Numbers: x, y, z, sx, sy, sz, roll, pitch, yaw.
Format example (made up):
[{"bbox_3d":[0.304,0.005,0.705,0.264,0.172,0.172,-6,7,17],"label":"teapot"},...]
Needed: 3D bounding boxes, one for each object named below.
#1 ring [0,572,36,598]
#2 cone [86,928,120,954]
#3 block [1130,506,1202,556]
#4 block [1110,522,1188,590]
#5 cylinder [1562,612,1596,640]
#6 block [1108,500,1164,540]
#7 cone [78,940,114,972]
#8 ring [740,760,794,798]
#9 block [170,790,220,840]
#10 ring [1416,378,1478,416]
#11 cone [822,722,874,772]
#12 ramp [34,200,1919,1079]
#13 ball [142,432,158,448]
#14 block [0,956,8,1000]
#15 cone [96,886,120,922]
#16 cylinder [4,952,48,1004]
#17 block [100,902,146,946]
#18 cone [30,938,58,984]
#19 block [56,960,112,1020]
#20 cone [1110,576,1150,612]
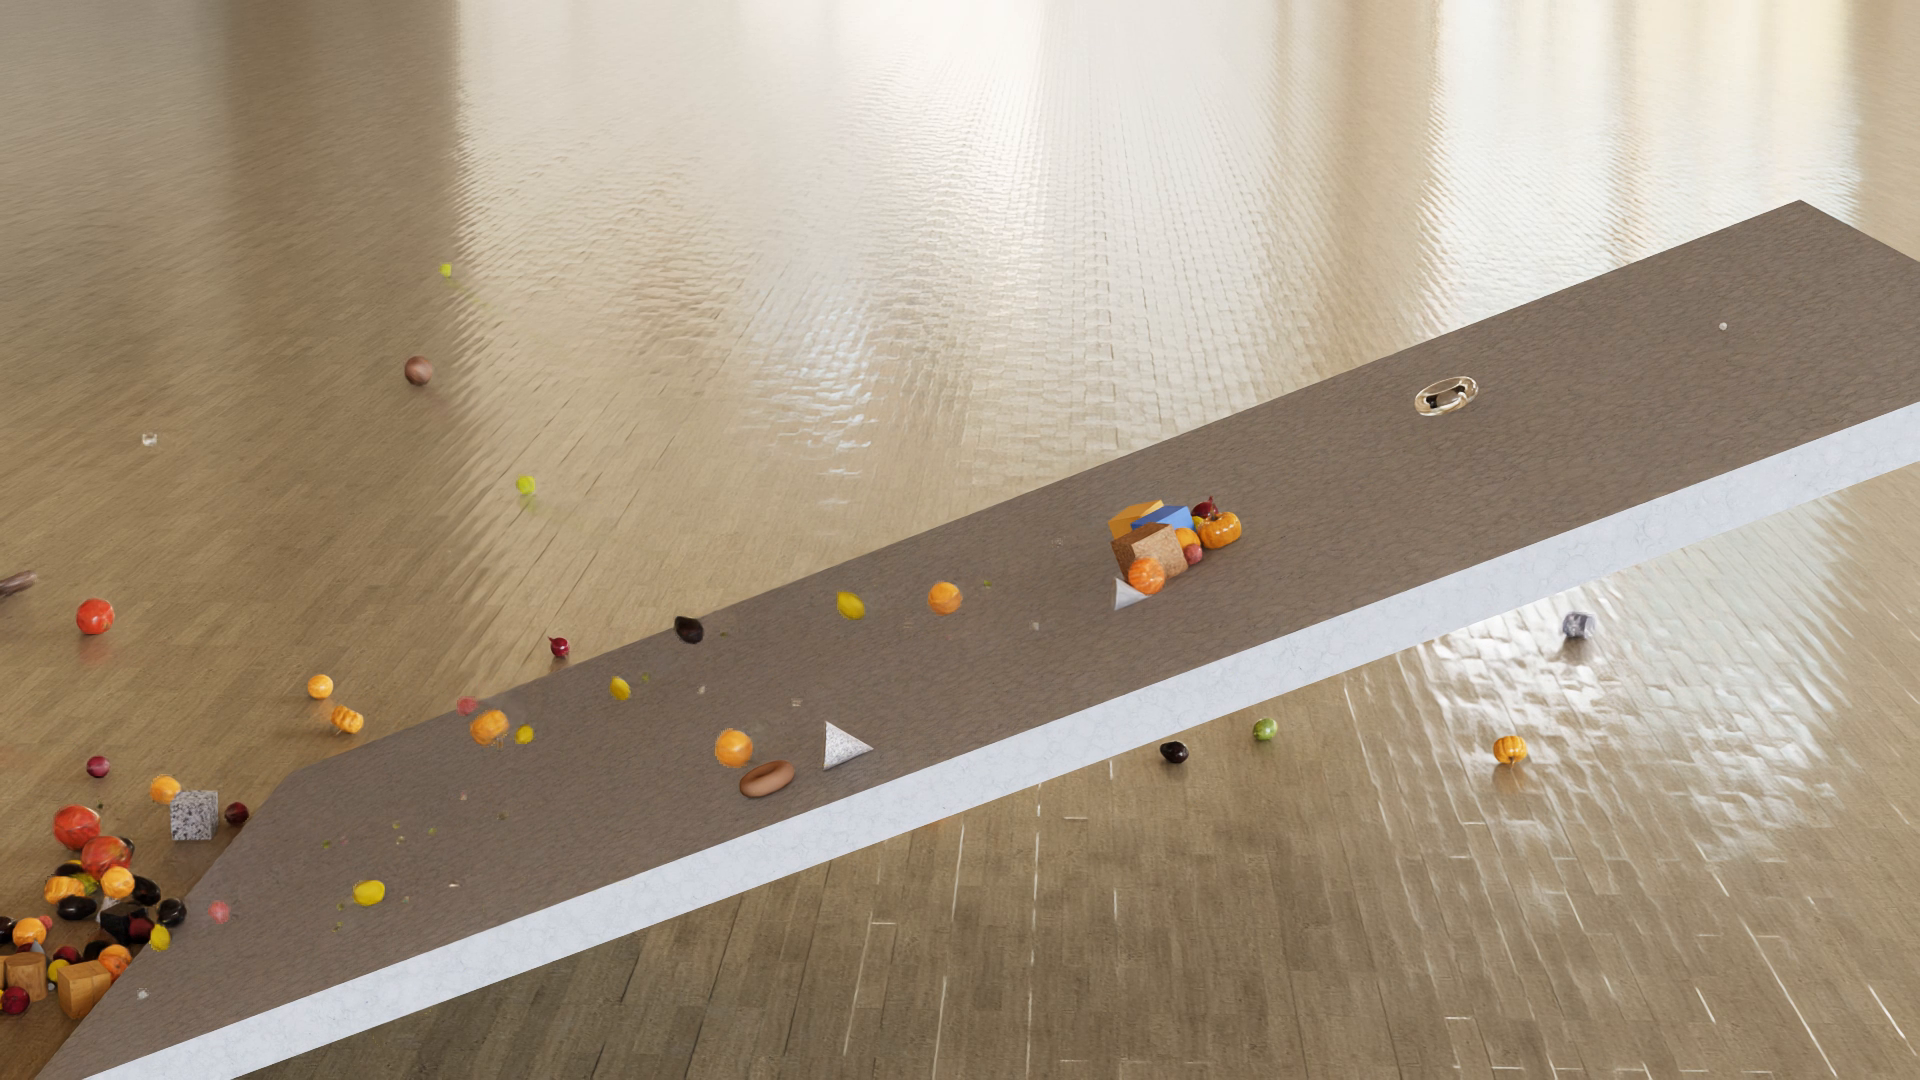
[{"bbox_3d":[-3.066,0.145,9.544,0.143,0.048,0.143,-25,0,0],"label":"ring"},{"bbox_3d":[-1.899,0.879,6.512,0.072,0.072,0.072,8,48,-9],"label":"cone"},{"bbox_3d":[0.427,-0.010,6.089,0.091,0.091,0.091,-27,13,-23],"label":"block"},{"bbox_3d":[0.384,0.031,5.966,0.099,0.099,0.099,-27,13,-20],"label":"block"},{"bbox_3d":[1.912,0.265,9.083,0.073,0.073,0.073,11,18,38],"label":"cylinder"},{"bbox_3d":[0.385,-0.022,6.228,0.087,0.087,0.087,-12,16,41],"label":"block"},{"bbox_3d":[-1.914,0.926,6.458,0.080,0.080,0.080,-23,-1,34],"label":"cone"},{"bbox_3d":[-0.368,0.456,5.605,0.111,0.037,0.111,-21,13,5],"label":"ring"},{"bbox_3d":[-1.905,0.685,7.320,0.096,0.096,0.096,0,14,-2],"label":"block"},{"bbox_3d":[1.057,-0.312,6.392,0.143,0.048,0.143,-21,13,5],"label":"ring"},{"bbox_3d":[-0.210,0.393,5.577,0.096,0.096,0.096,4,13,-6],"label":"cone"},{"bbox_3d":[0.123,0.174,6.291,4.000,0.100,2.000,-21,12,7],"label":"ramp"},{"bbox_3d":[-3.263,-0.403,11.842,0.060,0.060,0.060,0,14,0],"label":"ball"},{"bbox_3d":[-2.088,0.942,6.301,0.080,0.080,0.080,3,14,11],"label":"block"},{"bbox_3d":[-1.949,0.831,6.758,0.078,0.078,0.078,0,14,0],"label":"cone"},{"bbox_3d":[-2.002,0.938,6.309,0.084,0.084,0.084,0,14,0],"label":"cylinder"},{"bbox_3d":[-1.887,0.866,6.634,0.069,0.069,0.069,7,15,26],"label":"block"},{"bbox_3d":[-2.010,0.910,6.403,0.093,0.093,0.093,0,14,0],"label":"cone"},{"bbox_3d":[-1.857,0.953,6.240,0.087,0.087,0.087,-9,16,-33],"label":"block"},{"bbox_3d":[0.341,0.111,5.852,0.072,0.072,0.072,4,13,-6],"label":"cone"}]
